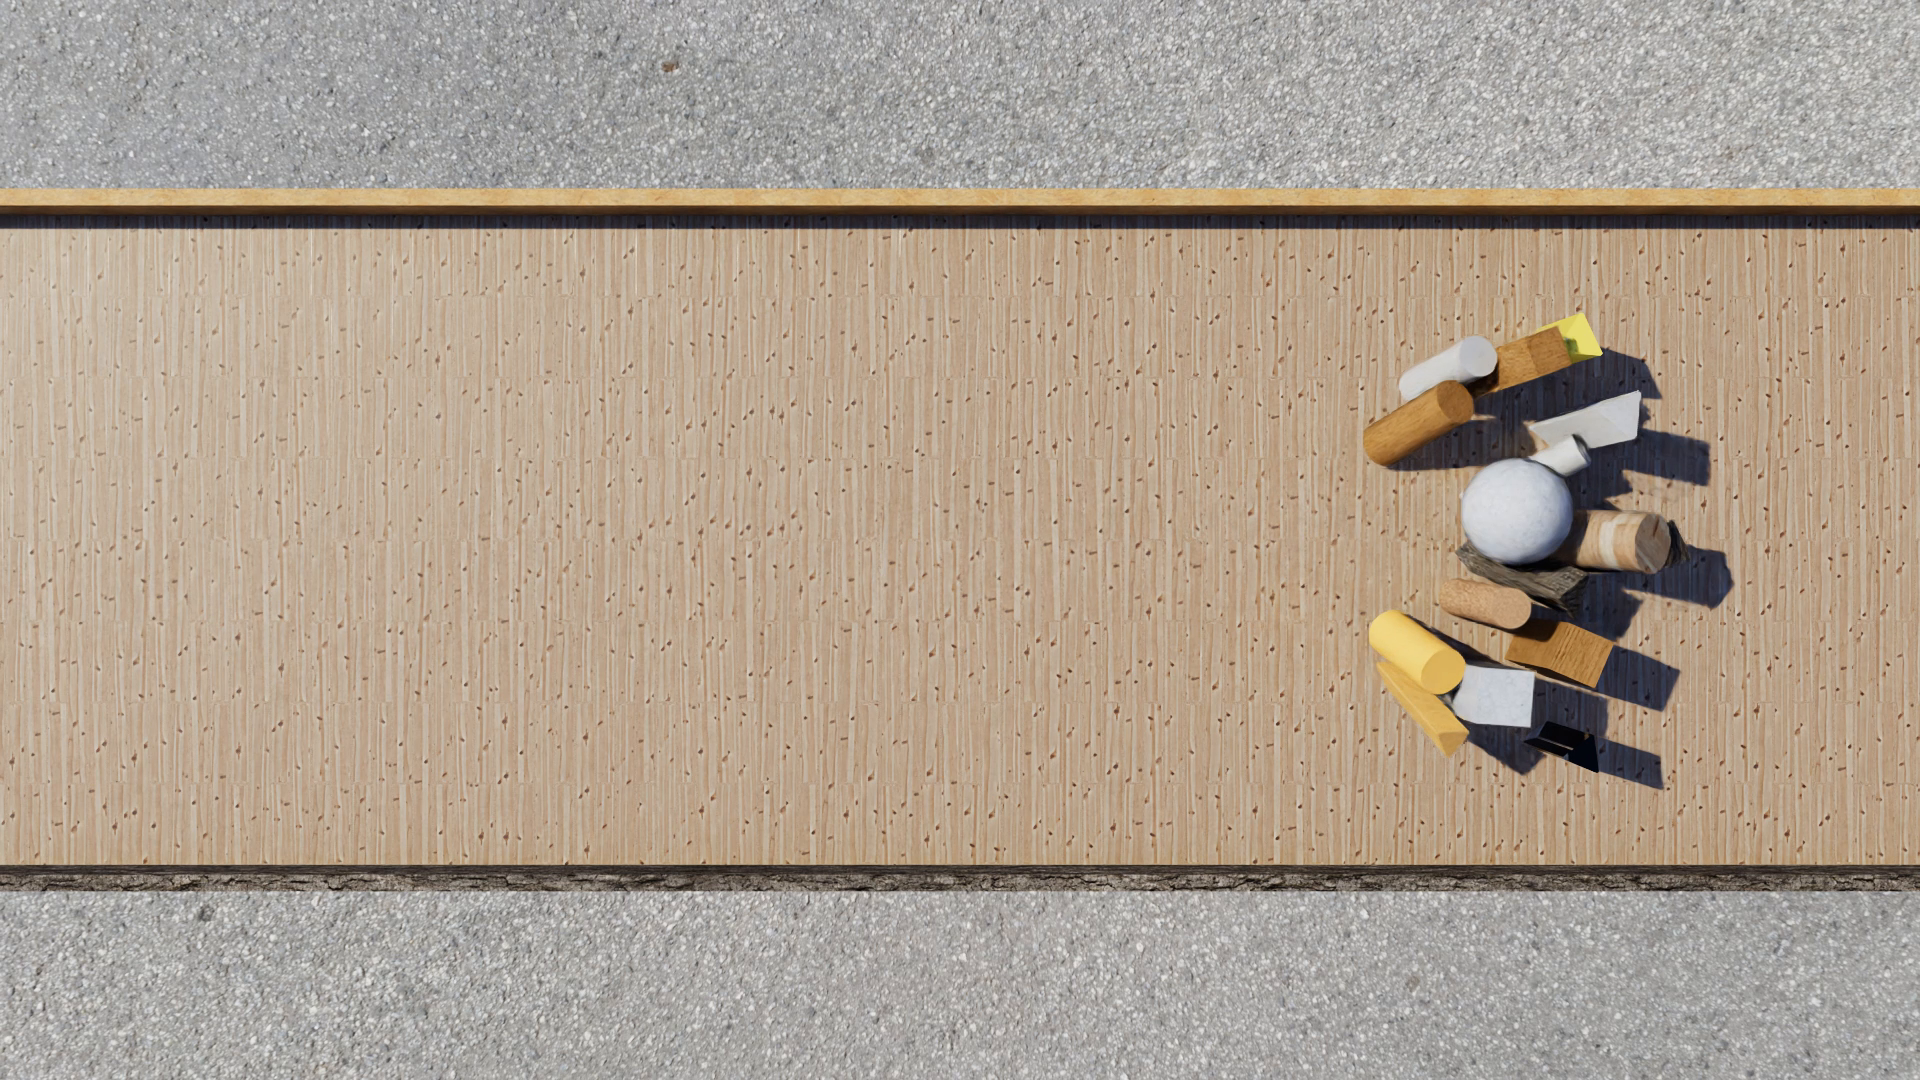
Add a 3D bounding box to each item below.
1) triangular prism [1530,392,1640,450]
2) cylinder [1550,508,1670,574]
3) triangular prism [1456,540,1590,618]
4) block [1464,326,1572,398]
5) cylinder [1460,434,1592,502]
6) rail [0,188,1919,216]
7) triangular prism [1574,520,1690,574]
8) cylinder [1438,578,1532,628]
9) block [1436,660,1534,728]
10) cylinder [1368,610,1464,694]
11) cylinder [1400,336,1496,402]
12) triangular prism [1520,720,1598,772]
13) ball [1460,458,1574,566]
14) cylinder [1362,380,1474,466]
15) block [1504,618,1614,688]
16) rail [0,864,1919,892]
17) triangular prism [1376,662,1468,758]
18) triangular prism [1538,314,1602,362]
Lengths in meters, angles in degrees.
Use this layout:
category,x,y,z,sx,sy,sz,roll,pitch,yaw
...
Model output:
category,x,y,z,sx,sy,sz,roll,pitch,yaw
triangular prism,1.861,-0.362,4.862,0.138,0.418,0.119,38,83,-3
cylinder,1.843,-0.004,4.851,0.173,0.426,0.173,-3,96,-34
triangular prism,1.678,0.082,4.900,0.120,0.368,0.138,-55,134,-4
block,1.590,-0.507,4.844,0.119,0.451,0.119,-20,90,-17
cylinder,1.691,-0.181,4.940,0.371,0.104,0.104,-31,90,29
rail,-2.247,-1.025,5.002,12.000,0.150,0.050,0,90,0
triangular prism,1.957,0.025,4.898,0.141,0.352,0.122,-7,87,-40
cylinder,1.537,0.183,4.849,0.114,0.450,0.114,0,92,-2
block,1.534,0.445,4.874,0.158,0.394,0.158,5,90,-4
cylinder,1.355,0.331,4.907,0.142,0.307,0.142,-6,111,-15
cylinder,1.444,-0.497,4.894,0.121,0.344,0.121,3,79,-14
triangular prism,1.789,0.600,4.892,0.109,0.369,0.095,22,90,0
ball,1.609,-0.083,4.770,0.312,0.312,0.312,0,90,0
cylinder,1.356,-0.345,4.897,0.136,0.338,0.136,10,67,-23
block,1.768,0.328,4.884,0.142,0.385,0.142,23,90,0
rail,-2.247,1.025,5.001,12.000,0.150,0.050,0,90,0
triangular prism,1.370,0.480,4.872,0.085,0.409,0.098,-28,118,1
triangular prism,1.781,-0.595,4.906,0.133,0.341,0.115,4,90,0
